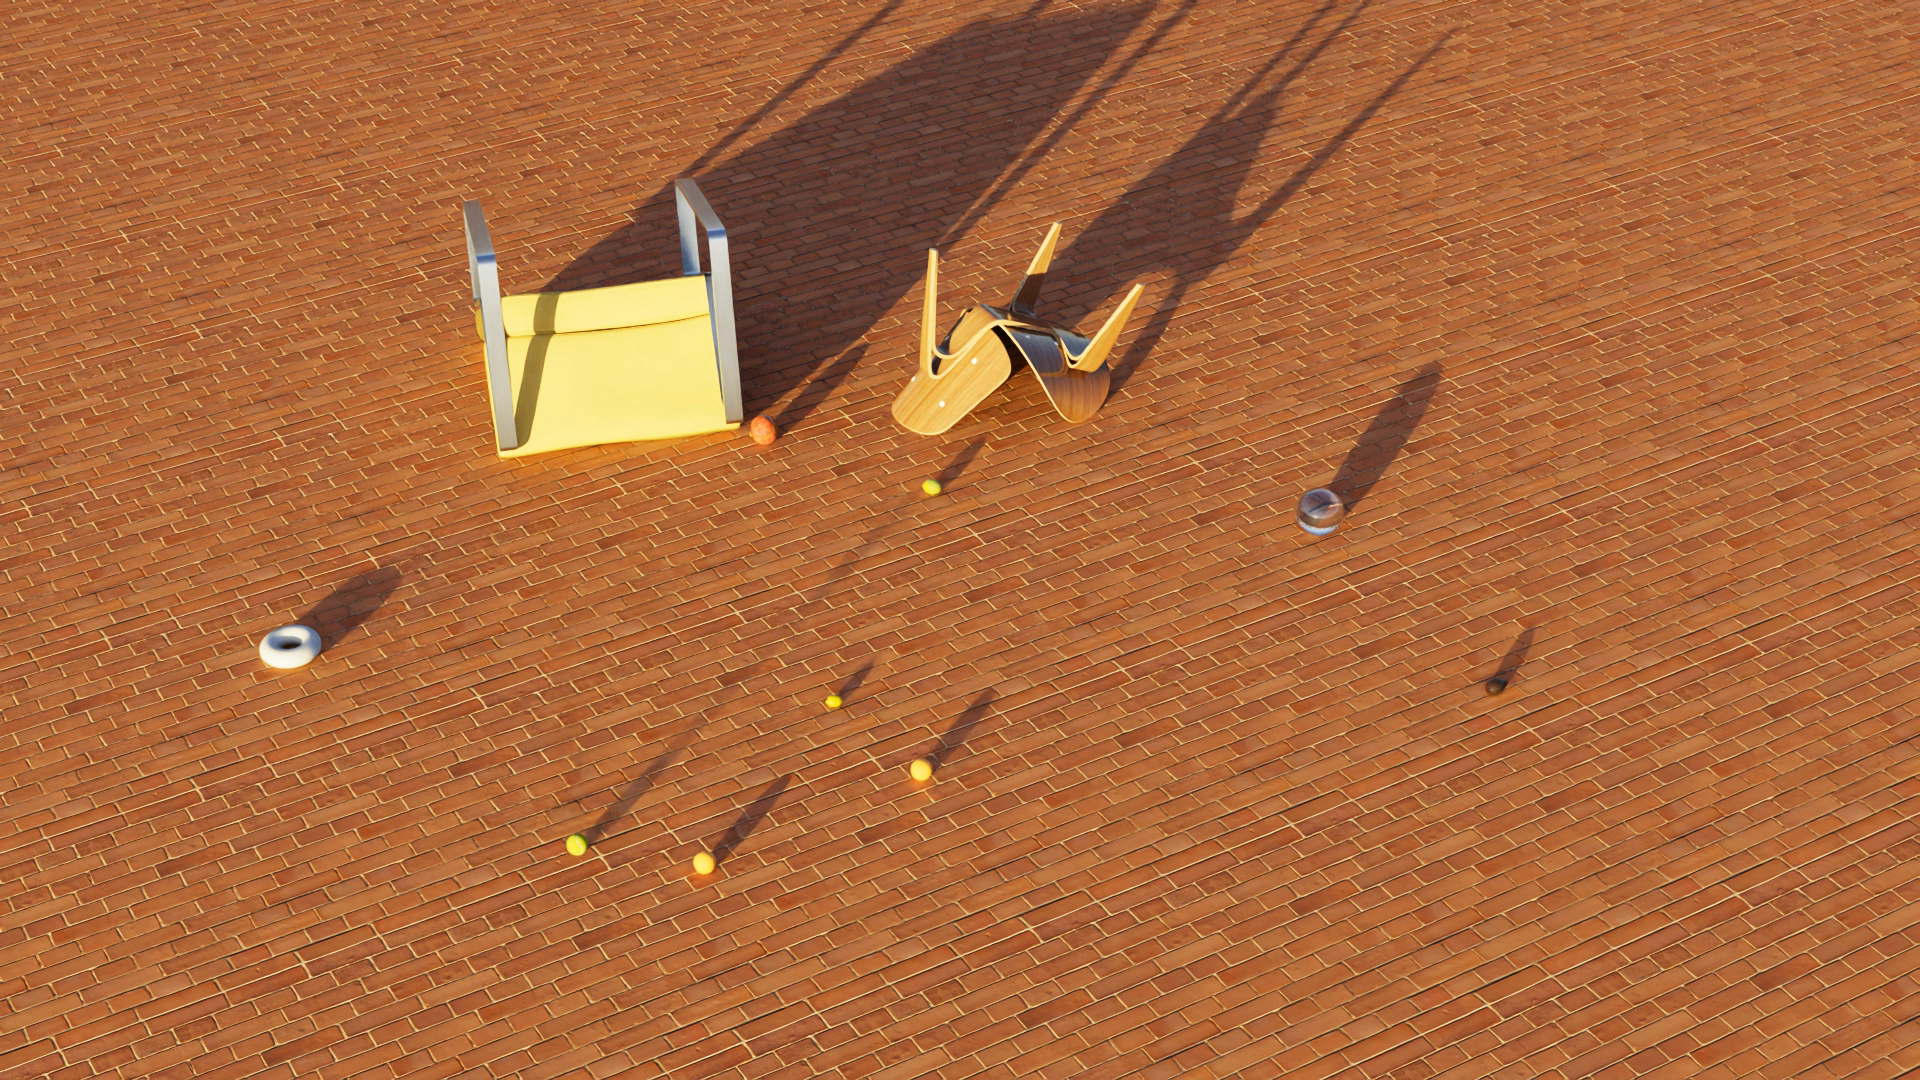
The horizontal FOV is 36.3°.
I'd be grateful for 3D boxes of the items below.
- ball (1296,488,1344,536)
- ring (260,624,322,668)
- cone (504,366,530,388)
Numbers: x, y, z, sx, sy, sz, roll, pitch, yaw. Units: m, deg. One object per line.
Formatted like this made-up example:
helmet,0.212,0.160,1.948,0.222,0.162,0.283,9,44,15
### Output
ball,1.343,-0.104,10.943,0.175,0.175,0.175,0,33,0
ring,-2.355,0.375,10.317,0.217,0.066,0.217,-3,34,-2
cone,-1.790,-0.667,11.922,0.114,0.083,0.091,0,9,5
